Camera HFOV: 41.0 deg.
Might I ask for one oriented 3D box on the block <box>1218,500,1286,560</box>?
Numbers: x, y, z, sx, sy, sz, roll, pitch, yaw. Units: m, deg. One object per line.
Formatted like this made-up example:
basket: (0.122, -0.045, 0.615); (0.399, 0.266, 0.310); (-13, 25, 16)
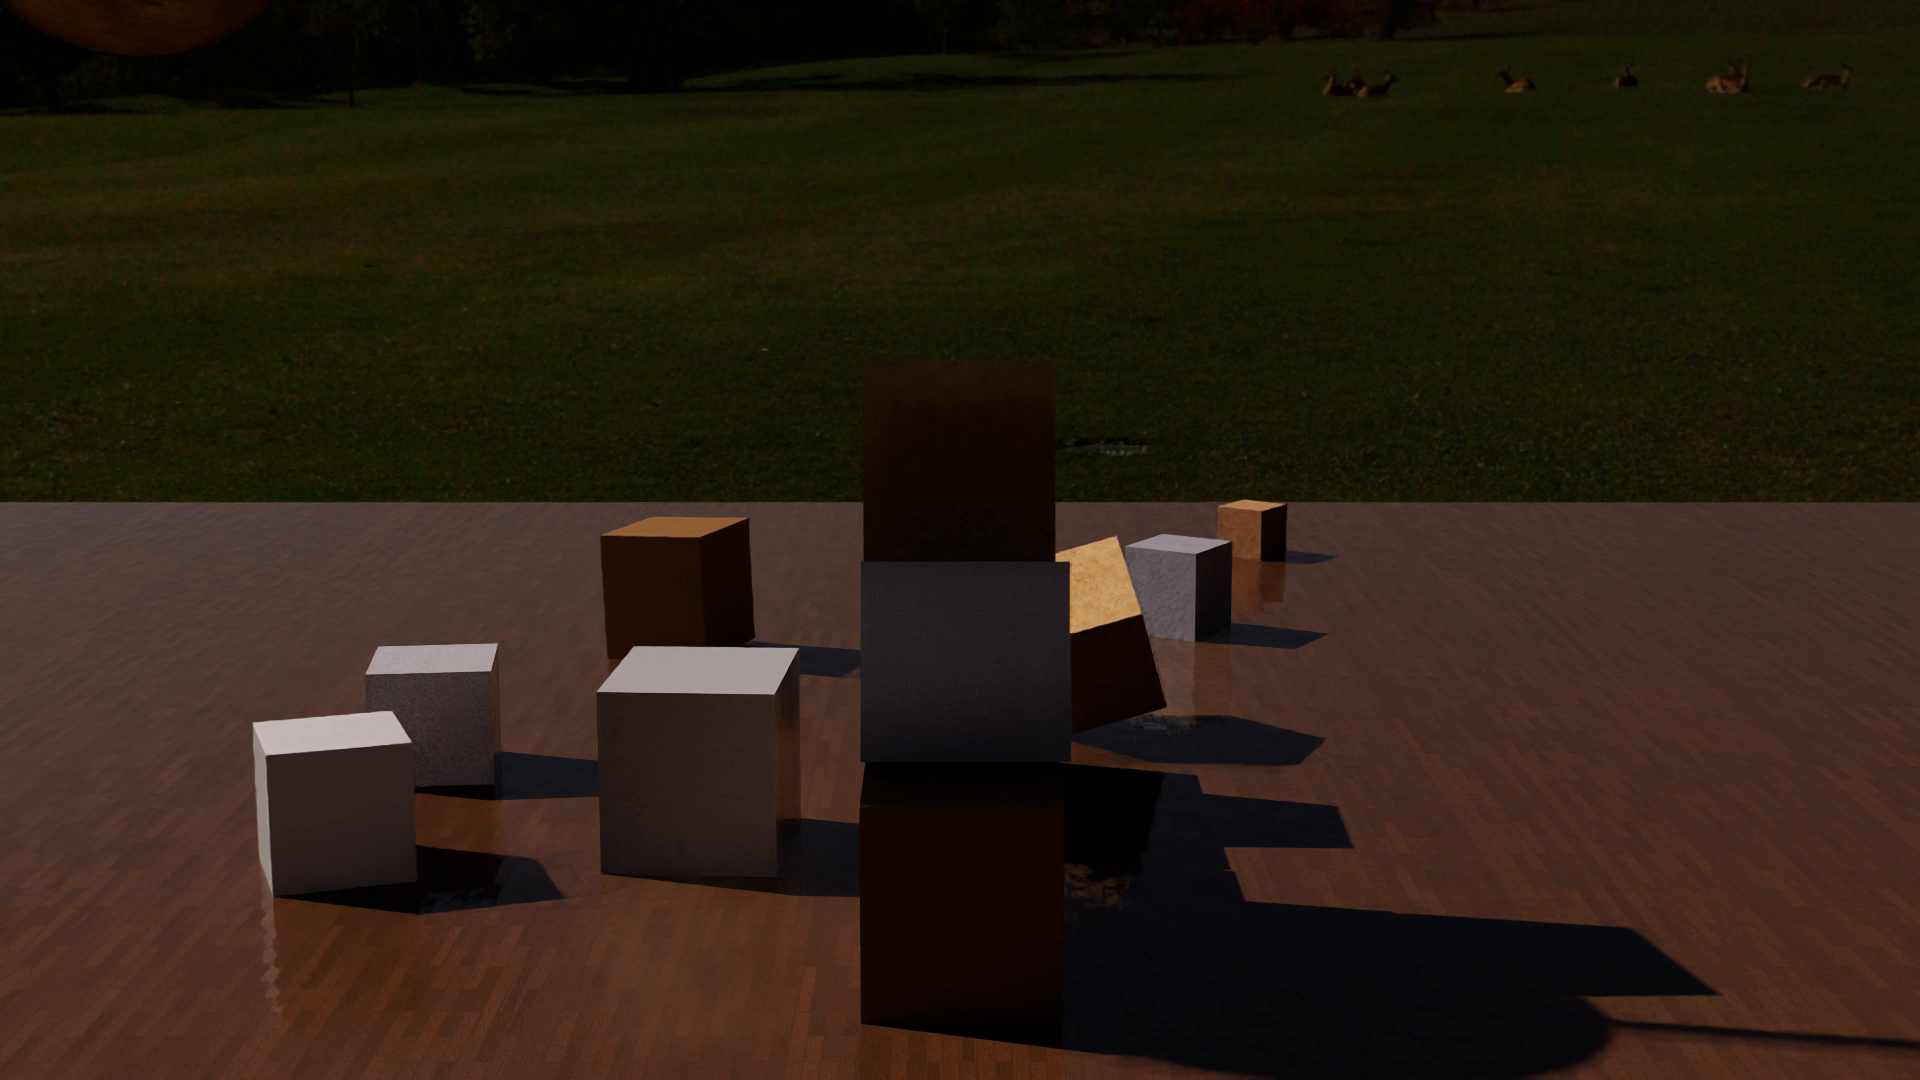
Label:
block: (2.157, -0.076, 18.955); (0.363, 0.368, 0.379); (7, 13, 35)

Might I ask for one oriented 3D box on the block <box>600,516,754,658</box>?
block: (-1.727, 0.292, 15.765); (0.659, 0.758, 0.717); (1, 10, 20)

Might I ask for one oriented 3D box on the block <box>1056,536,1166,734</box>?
block: (0.694, 0.518, 13.827); (0.591, 0.662, 0.712); (-16, 36, 2)

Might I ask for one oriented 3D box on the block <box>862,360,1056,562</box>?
block: (-0.013, -0.323, 10.727); (0.775, 0.824, 0.766); (0, 2, -1)

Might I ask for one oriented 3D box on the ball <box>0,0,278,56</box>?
ball: (-3.450, -2.822, 10.667); (1.600, 1.600, 1.600); (0, 10, 0)

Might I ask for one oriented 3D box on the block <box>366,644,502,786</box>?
block: (-2.671, 0.887, 13.063); (0.612, 0.581, 0.635); (-1, 10, -7)

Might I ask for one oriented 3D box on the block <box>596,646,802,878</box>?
block: (-1.177, 0.997, 11.756); (0.786, 0.831, 0.919); (1, 10, 3)

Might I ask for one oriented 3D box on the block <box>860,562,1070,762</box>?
block: (0.011, 0.480, 10.187); (0.805, 0.768, 0.709); (0, -2, -2)

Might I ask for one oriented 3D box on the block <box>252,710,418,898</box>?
block: (-2.783, 1.162, 11.410); (0.619, 0.631, 0.606); (-4, 11, -20)

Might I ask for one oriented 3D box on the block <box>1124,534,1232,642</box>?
block: (1.392, 0.299, 16.357); (0.502, 0.560, 0.517); (6, 12, 31)

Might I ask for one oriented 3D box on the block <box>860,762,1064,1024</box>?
block: (0.006, 1.337, 9.873); (0.756, 0.838, 0.697); (0, 10, 0)
